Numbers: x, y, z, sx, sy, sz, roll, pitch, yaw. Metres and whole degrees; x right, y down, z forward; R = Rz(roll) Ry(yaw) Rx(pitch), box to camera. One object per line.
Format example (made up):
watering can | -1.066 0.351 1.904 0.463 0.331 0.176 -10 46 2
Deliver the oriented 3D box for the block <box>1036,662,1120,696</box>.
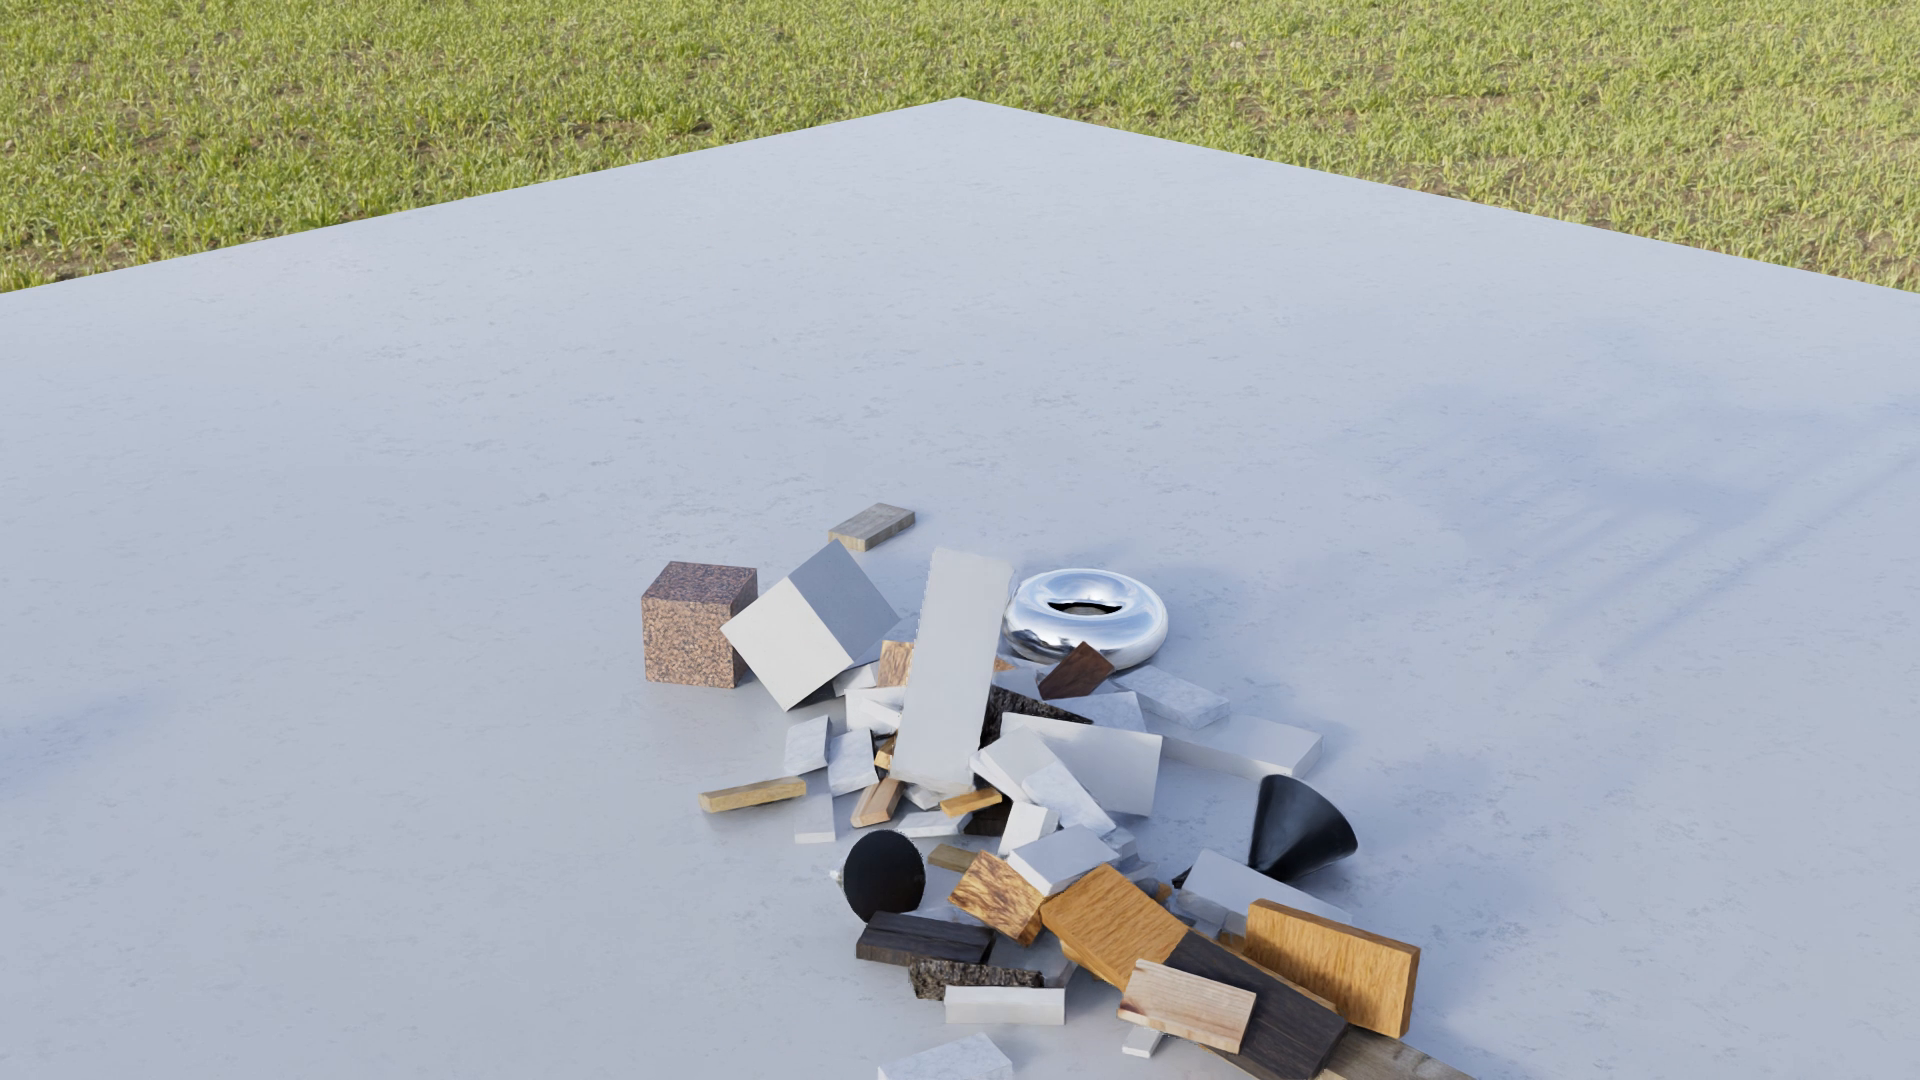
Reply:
block | 0.260 0.319 4.848 0.091 0.026 0.183 -15 27 -32

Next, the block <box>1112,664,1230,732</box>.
block | 0.459 0.342 4.783 0.118 0.033 0.236 -20 30 -39

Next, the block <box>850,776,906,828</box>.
block | -0.164 0.527 4.455 0.079 0.022 0.157 -16 18 18

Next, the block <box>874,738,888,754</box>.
block | -0.119 0.463 4.640 0.079 0.022 0.158 -9 25 -20

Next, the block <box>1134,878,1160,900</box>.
block | 0.318 0.681 4.071 0.069 0.020 0.138 -8 30 27

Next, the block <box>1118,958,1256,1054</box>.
block | 0.372 0.761 3.593 0.203 0.029 0.101 14 49 15

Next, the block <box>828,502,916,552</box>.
block | -0.232 -0.035 5.800 0.118 0.033 0.236 14 27 29

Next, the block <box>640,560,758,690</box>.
block | -0.592 0.193 5.039 0.209 0.209 0.209 5 23 11

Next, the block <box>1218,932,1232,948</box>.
block | 0.450 0.755 3.955 0.074 0.021 0.148 2 23 5

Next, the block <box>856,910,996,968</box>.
block | -0.060 0.724 3.941 0.226 0.032 0.113 7 24 15

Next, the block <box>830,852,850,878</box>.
block | -0.200 0.627 4.263 0.056 0.016 0.112 12 26 26

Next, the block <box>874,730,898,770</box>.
block | -0.097 0.442 4.589 0.110 0.031 0.220 21 15 8

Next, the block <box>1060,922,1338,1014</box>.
block | 0.404 0.755 3.772 0.477 0.043 0.152 24 49 37

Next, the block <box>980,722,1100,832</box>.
block | 0.152 0.456 4.176 0.110 0.031 0.220 -28 61 -32

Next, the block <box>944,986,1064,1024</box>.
block | 0.077 0.795 3.759 0.203 0.101 0.029 1 59 2

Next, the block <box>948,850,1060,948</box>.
block | 0.080 0.648 3.984 0.113 0.032 0.226 -54 33 -12

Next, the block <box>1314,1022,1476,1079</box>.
block | 0.878 0.953 3.460 0.945 0.042 0.149 21 31 40

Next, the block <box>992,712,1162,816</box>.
block | 0.235 0.452 4.437 0.324 0.162 0.046 9 -8 2

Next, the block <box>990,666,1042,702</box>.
block | 0.124 0.356 4.624 0.101 0.029 0.202 -8 45 -11

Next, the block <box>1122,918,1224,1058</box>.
block | 0.380 0.778 3.858 0.048 0.014 0.392 5 28 26

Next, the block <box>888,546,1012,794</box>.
block | -0.016 0.259 4.458 0.162 0.046 0.515 12 59 -1

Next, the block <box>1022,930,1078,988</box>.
block | 0.194 0.723 3.981 0.087 0.025 0.294 -11 18 27

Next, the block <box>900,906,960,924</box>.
block | -0.039 0.735 3.992 0.100 0.028 0.200 -5 24 -12

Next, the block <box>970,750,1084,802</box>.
block | 0.129 0.457 4.267 0.110 0.031 0.220 -24 36 -29

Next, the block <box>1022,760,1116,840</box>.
block | 0.203 0.499 4.113 0.087 0.025 0.174 -26 61 -30

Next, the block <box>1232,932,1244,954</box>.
block | 0.527 0.755 3.956 0.074 0.021 0.149 2 23 6

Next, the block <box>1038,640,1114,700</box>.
block | 0.228 0.320 4.749 0.091 0.026 0.217 40 65 16

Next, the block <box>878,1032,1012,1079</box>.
block | -0.024 0.882 3.647 0.200 0.028 0.100 -12 26 -27

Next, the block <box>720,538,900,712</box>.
block | -0.331 0.187 4.895 0.235 0.235 0.235 -36 2 33

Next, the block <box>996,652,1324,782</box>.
block | 0.366 0.383 4.793 0.833 0.050 0.177 13 26 27

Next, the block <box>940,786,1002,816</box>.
block | 0.022 0.519 4.367 0.112 0.016 0.056 -15 16 -14

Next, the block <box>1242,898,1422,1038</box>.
block | 0.626 0.726 3.739 0.299 0.149 0.042 13 13 32

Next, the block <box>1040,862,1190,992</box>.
block | 0.295 0.691 3.811 0.152 0.043 0.304 -31 42 -24

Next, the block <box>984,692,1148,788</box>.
block | 0.212 0.418 4.622 0.354 0.050 0.177 -5 45 -8
